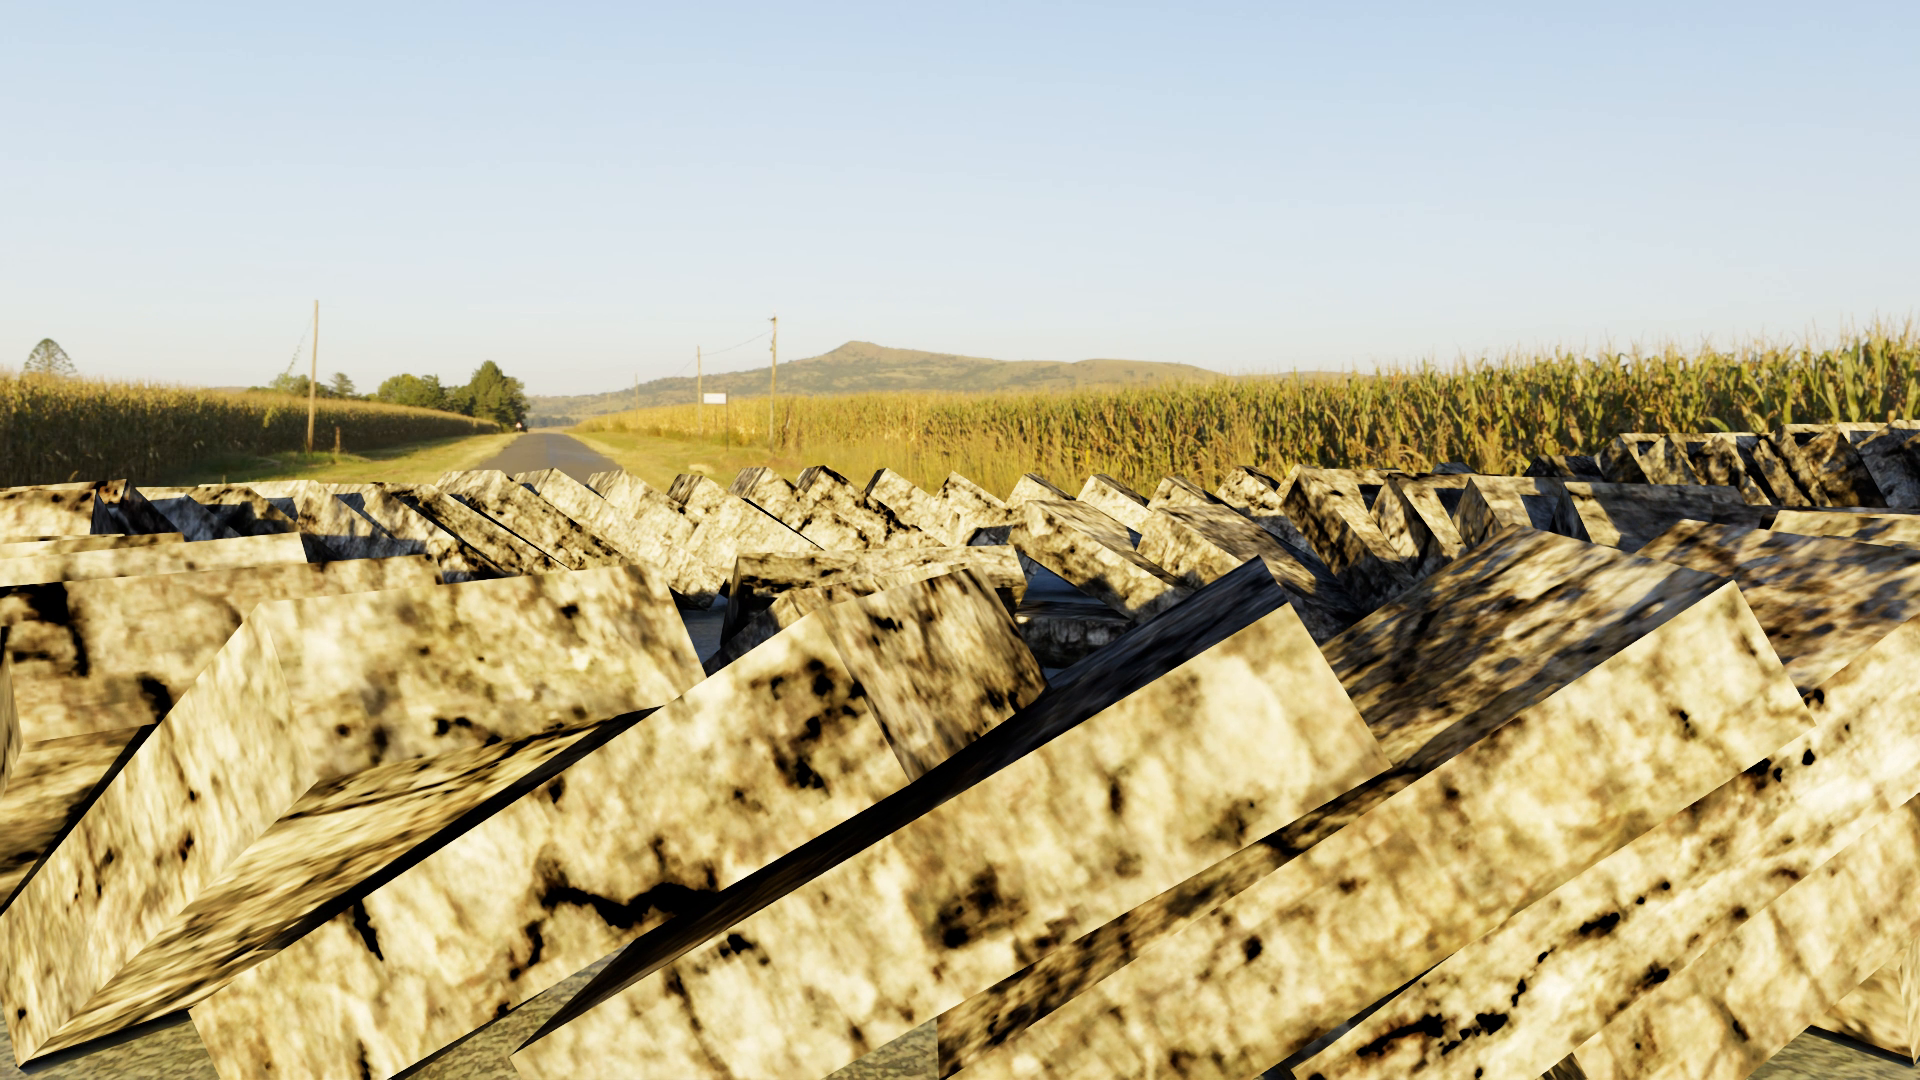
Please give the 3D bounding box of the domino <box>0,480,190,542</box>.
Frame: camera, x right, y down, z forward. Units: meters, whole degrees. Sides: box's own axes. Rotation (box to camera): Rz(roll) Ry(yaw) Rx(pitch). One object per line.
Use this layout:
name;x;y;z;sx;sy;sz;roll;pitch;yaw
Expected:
domino;-0.121;0.010;0.186;0.025;0.010;0.050;-4;-30;-2

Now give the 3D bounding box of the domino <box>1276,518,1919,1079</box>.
domino;0.040;0.018;0.085;0.050;0.009;0.025;-34;10;-4

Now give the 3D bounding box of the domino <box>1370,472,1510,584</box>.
domino;0.092;0.008;0.215;0.025;0.010;0.050;0;40;-15

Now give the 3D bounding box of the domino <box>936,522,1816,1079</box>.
domino;0.022;0.018;0.081;0.050;0.009;0.025;-33;8;2

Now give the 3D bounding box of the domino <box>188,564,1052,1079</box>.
domino;-0.020;0.019;0.081;0.050;0.009;0.025;-32;-7;19

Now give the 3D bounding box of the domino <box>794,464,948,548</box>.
domino;-0.022;-0.002;0.351;0.050;0.010;0.025;34;-11;-17

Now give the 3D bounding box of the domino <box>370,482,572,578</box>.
domino;-0.105;0.004;0.283;0.025;0.009;0.050;4;-26;39

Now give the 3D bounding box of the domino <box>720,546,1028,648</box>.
domino;-0.016;0.013;0.229;0.050;0.010;0.025;-2;-40;-21

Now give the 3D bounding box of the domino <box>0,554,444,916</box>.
domino;-0.059;0.018;0.095;0.025;0.009;0.050;-6;-25;-46

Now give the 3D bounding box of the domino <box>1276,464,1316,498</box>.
domino;0.111;-0.002;0.348;0.050;0.009;0.025;39;17;20

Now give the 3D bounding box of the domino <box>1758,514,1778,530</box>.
domino;0.096;0.015;0.137;0.025;0.010;0.050;4;37;40

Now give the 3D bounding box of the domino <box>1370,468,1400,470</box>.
domino;0.130;-0.001;0.340;0.050;0.009;0.025;41;25;26

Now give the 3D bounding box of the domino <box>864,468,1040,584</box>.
domino;-0.003;-0.002;0.359;0.050;0.009;0.025;32;-4;-9

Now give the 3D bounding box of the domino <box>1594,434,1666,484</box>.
domino;0.177;-0.003;0.308;0.025;0.050;0.010;-2;-34;-22

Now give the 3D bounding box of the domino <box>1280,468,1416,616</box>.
domino;0.082;0.006;0.231;0.025;0.010;0.050;-1;41;-26

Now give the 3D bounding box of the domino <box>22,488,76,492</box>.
domino;-0.118;0.011;0.170;0.025;0.009;0.050;-3;-30;-5

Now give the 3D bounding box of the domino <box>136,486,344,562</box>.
domino;-0.120;0.008;0.226;0.025;0.009;0.050;0;-29;14

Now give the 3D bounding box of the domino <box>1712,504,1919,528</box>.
domino;0.105;0.014;0.156;0.025;0.009;0.050;3;37;31

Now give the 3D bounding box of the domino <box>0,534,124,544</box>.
domino;-0.100;0.015;0.137;0.025;0.010;0.050;-2;-26;-25

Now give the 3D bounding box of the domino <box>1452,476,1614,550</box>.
domino;0.099;0.009;0.198;0.025;0.009;0.050;1;39;-6

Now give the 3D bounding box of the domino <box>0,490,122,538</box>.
domino;-0.110;0.012;0.153;0.025;0.009;0.050;-3;-31;-18

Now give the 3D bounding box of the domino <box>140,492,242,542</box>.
domino;-0.122;0.009;0.208;0.025;0.010;0.050;1;-29;11

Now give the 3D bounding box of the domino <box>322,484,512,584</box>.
domino;-0.112;0.005;0.263;0.025;0.010;0.050;2;-28;27

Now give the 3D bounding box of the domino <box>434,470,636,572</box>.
domino;-0.095;0.002;0.296;0.025;0.010;0.050;2;-30;42

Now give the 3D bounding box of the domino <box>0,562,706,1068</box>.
domino;-0.042;0.019;0.085;0.050;0.009;0.025;-36;-17;33

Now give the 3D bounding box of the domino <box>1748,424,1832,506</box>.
domino;0.193;-0.001;0.274;0.025;0.050;0.009;-1;-30;-21

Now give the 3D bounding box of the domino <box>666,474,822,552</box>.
domino;-0.052;0.000;0.336;0.050;0.009;0.025;34;-11;-25

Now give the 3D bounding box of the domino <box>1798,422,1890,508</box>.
domino;0.197;-0.001;0.263;0.025;0.050;0.009;-2;-29;-21

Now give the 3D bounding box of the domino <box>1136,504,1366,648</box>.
domino;0.061;0.009;0.242;0.050;0.009;0.025;35;26;35

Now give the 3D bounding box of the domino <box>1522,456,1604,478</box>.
domino;0.166;-0.001;0.322;0.025;0.009;0.050;0;43;-23

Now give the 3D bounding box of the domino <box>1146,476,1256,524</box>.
domino;0.078;-0.001;0.359;0.050;0.009;0.025;33;14;15

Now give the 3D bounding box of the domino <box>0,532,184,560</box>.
domino;-0.087;0.016;0.120;0.025;0.010;0.050;-6;-24;-34

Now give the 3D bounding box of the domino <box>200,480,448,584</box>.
domino;-0.117;0.006;0.242;0.025;0.010;0.050;-1;-29;17

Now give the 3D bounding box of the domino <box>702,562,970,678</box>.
domino;-0.017;0.016;0.198;0.025;0.009;0.050;-39;-15;26

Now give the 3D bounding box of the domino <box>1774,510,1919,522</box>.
domino;0.085;0.016;0.120;0.025;0.009;0.050;5;39;47

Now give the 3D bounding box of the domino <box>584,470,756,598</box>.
domino;-0.070;0.000;0.323;0.050;0.009;0.025;35;-19;-28

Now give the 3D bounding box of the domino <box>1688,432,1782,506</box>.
domino;0.188;-0.001;0.286;0.025;0.050;0.010;-2;-34;-22

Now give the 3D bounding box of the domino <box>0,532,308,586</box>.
domino;-0.072;0.017;0.106;0.025;0.009;0.050;-8;-23;-42

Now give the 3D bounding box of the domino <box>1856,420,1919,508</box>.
domino;0.200;0.000;0.251;0.025;0.050;0.009;-1;-28;-17

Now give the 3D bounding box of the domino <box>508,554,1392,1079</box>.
domino;0.000;0.019;0.080;0.050;0.009;0.025;-32;-1;11

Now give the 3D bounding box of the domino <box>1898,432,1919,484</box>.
domino;0.200;0.001;0.239;0.025;0.050;0.009;-1;-28;-17

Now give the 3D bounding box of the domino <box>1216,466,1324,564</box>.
domino;0.096;-0.002;0.354;0.050;0.010;0.025;38;17;17

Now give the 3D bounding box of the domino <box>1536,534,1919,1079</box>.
domino;0.055;0.018;0.090;0.050;0.009;0.025;-34;10;-8

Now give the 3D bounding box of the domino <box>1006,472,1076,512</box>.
domino;0.038;-0.002;0.365;0.050;0.009;0.025;32;9;6

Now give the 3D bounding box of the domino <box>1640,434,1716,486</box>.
domino;0.182;-0.002;0.297;0.025;0.050;0.010;-2;-34;-22

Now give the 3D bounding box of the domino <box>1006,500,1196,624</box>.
domino;0.036;0.008;0.252;0.050;0.010;0.025;32;18;27

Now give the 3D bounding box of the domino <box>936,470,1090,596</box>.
domino;0.017;-0.002;0.364;0.050;0.010;0.025;32;2;-1

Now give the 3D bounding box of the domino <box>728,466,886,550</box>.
domino;-0.037;-0.002;0.344;0.050;0.009;0.025;35;-12;-22

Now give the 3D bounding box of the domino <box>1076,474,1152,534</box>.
domino;0.058;-0.002;0.363;0.050;0.009;0.025;33;11;10

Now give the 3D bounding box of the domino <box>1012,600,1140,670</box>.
domino;0.014;0.018;0.259;0.050;0.010;0.025;2;5;26

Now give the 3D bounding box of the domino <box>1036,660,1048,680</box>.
domino;0.000;0.025;0.171;0.025;0.010;0.050;0;4;0

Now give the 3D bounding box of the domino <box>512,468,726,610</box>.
domino;-0.084;0.001;0.311;0.050;0.009;0.025;37;-23;-32

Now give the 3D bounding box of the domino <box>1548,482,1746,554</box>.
domino;0.103;0.011;0.179;0.025;0.010;0.050;2;39;5

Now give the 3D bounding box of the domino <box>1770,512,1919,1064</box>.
domino;0.073;0.017;0.107;0.050;0.010;0.025;-40;27;-26

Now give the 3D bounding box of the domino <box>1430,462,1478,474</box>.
domino;0.144;-0.001;0.330;0.050;0.009;0.025;44;27;25
